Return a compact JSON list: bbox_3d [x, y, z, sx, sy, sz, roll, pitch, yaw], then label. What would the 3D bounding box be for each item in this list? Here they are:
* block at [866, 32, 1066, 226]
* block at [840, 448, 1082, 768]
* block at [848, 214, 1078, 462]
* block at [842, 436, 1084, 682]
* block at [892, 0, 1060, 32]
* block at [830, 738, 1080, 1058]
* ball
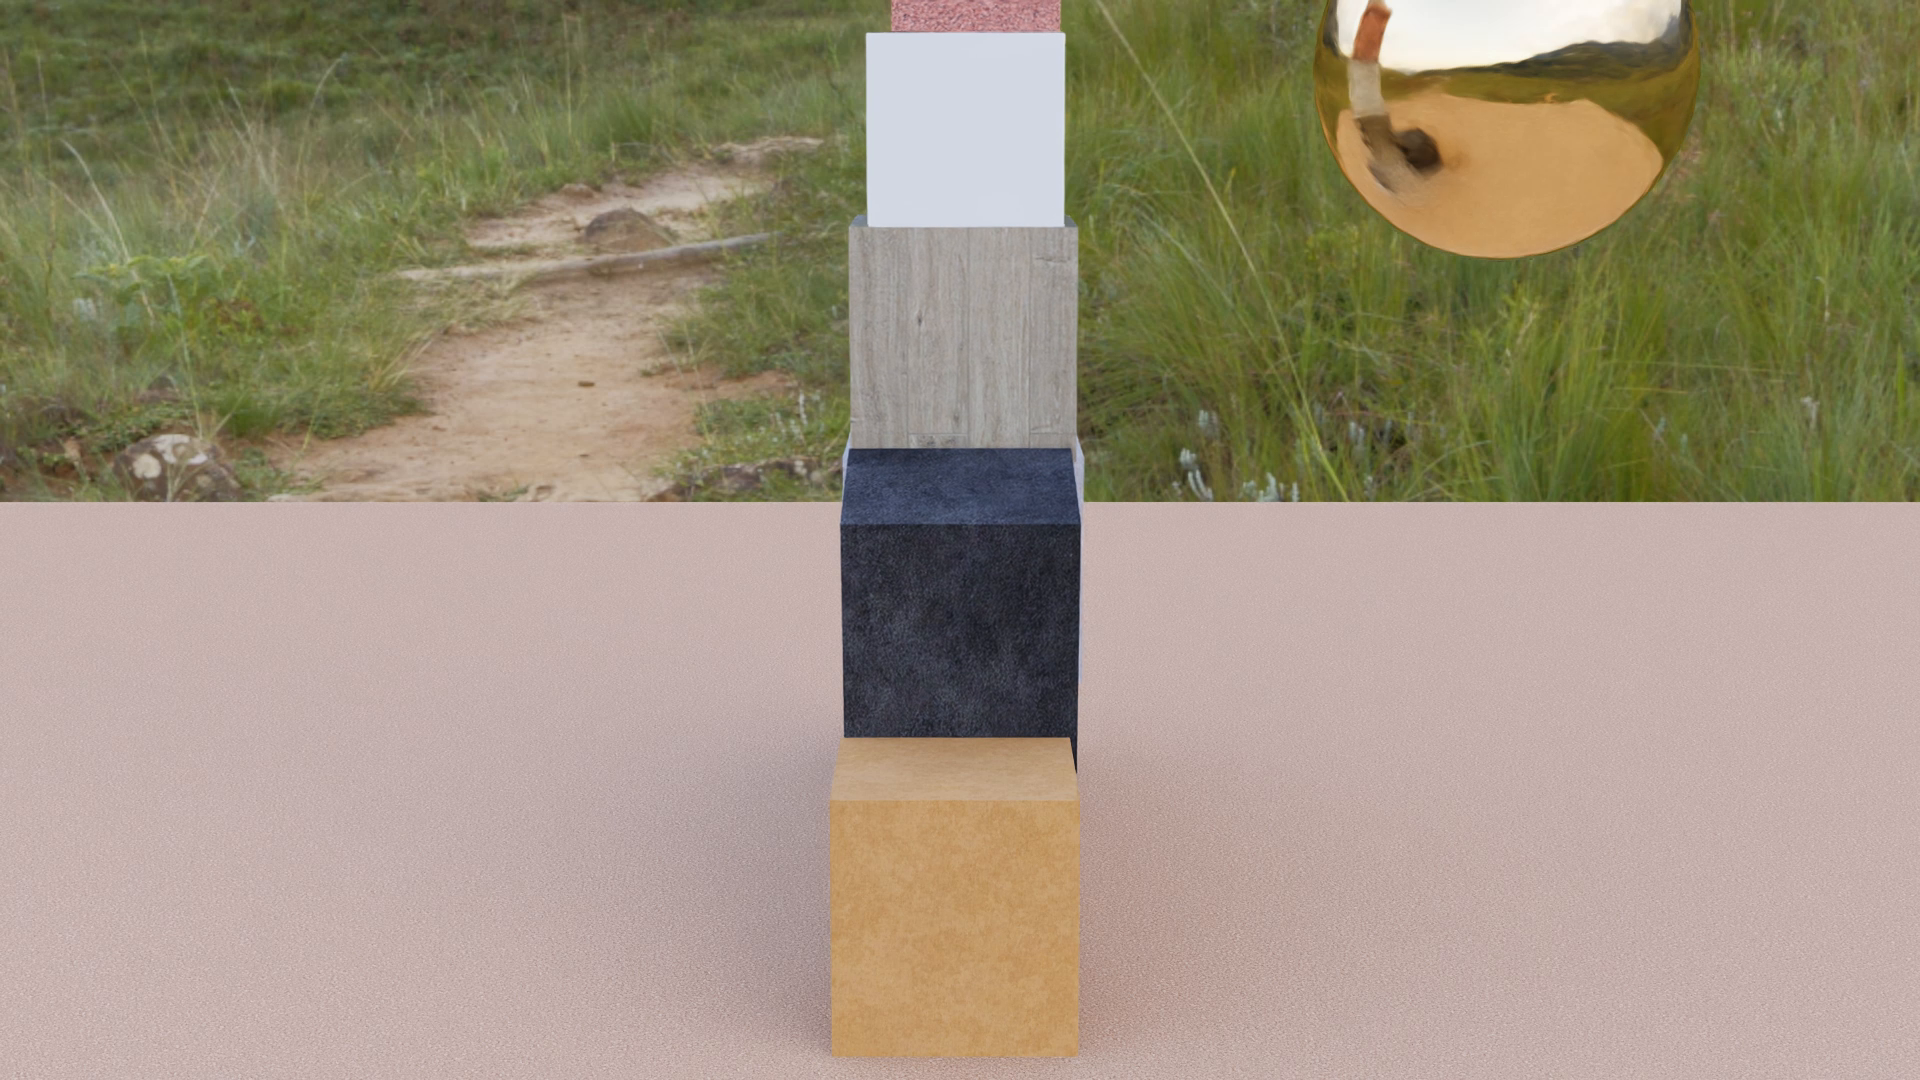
[{"bbox_3d":[0.024,-1.726,10.754,0.799,0.772,0.794,0,10,0],"label":"block"},{"bbox_3d":[0.002,0.270,10.257,0.908,1.044,0.874,0,21,0],"label":"block"},{"bbox_3d":[0.014,-0.874,10.912,0.928,0.961,0.910,0,10,0],"label":"block"},{"bbox_3d":[0.014,0.037,11.277,1.005,0.963,1.034,0,10,0],"label":"block"},{"bbox_3d":[0.068,-2.495,10.586,0.678,0.799,0.724,0,11,0],"label":"block"},{"bbox_3d":[-0.018,1.319,9.626,0.890,0.960,0.879,0,10,0],"label":"block"},{"bbox_3d":[2.295,-1.986,10.819,1.600,1.600,1.600,0,10,0],"label":"ball"}]
